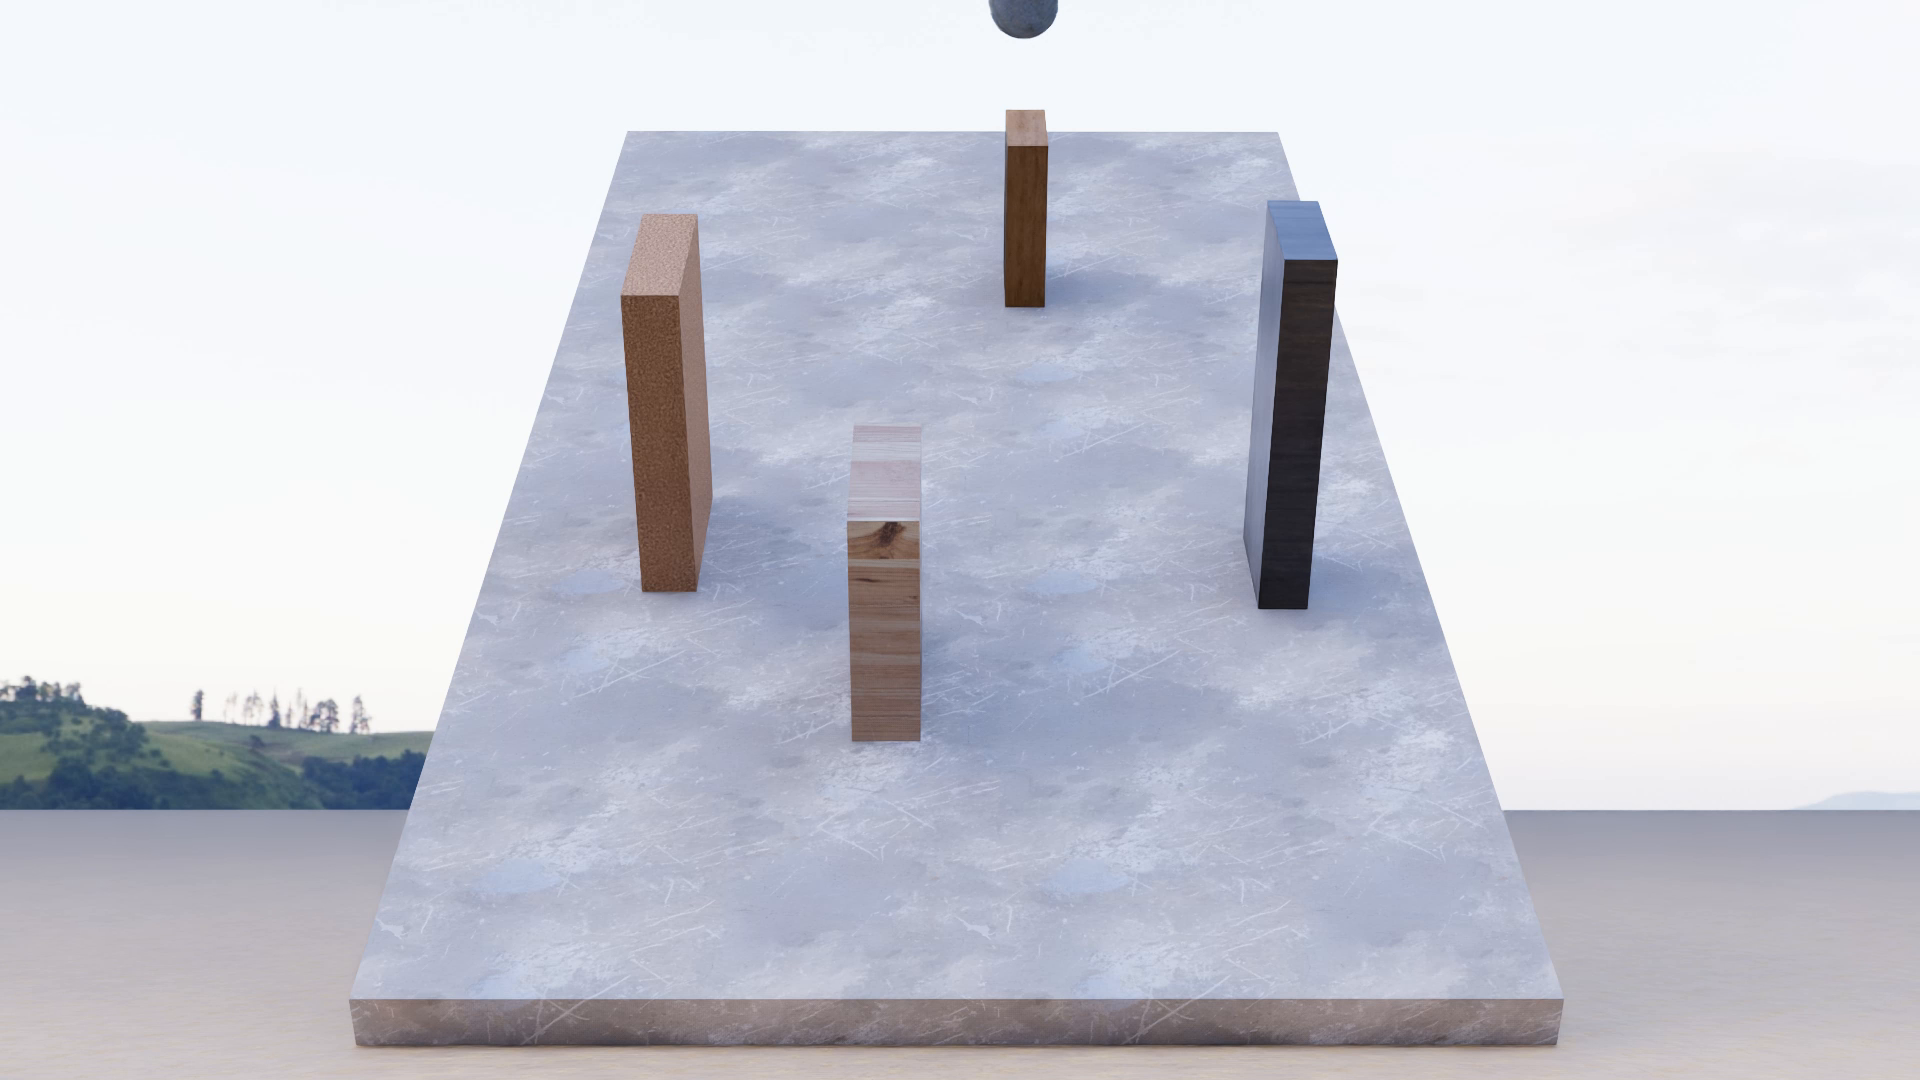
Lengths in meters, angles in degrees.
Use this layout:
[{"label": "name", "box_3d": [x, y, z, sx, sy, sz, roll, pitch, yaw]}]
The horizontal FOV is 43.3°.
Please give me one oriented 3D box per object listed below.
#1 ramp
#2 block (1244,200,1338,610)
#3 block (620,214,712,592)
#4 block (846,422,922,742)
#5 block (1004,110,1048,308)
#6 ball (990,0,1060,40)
[{"label": "ramp", "box_3d": [-0.013, -0.208, 5.733, 2.000, 0.100, 4.000, 0, 30, 0]}, {"label": "block", "box_3d": [0.672, -0.271, 4.963, 0.103, 0.789, 0.297, 0, 30, 0]}, {"label": "block", "box_3d": [-0.611, -0.290, 5.093, 0.114, 0.681, 0.413, 0, 30, 0]}, {"label": "block", "box_3d": [-0.141, 0.078, 4.661, 0.131, 0.484, 0.387, 0, 30, 0]}, {"label": "block", "box_3d": [0.170, -0.867, 6.325, 0.103, 0.446, 0.265, 0, 30, 0]}, {"label": "ball", "box_3d": [0.186, -1.559, 7.033, 0.203, 0.203, 0.203, 0, -6, 0]}]
